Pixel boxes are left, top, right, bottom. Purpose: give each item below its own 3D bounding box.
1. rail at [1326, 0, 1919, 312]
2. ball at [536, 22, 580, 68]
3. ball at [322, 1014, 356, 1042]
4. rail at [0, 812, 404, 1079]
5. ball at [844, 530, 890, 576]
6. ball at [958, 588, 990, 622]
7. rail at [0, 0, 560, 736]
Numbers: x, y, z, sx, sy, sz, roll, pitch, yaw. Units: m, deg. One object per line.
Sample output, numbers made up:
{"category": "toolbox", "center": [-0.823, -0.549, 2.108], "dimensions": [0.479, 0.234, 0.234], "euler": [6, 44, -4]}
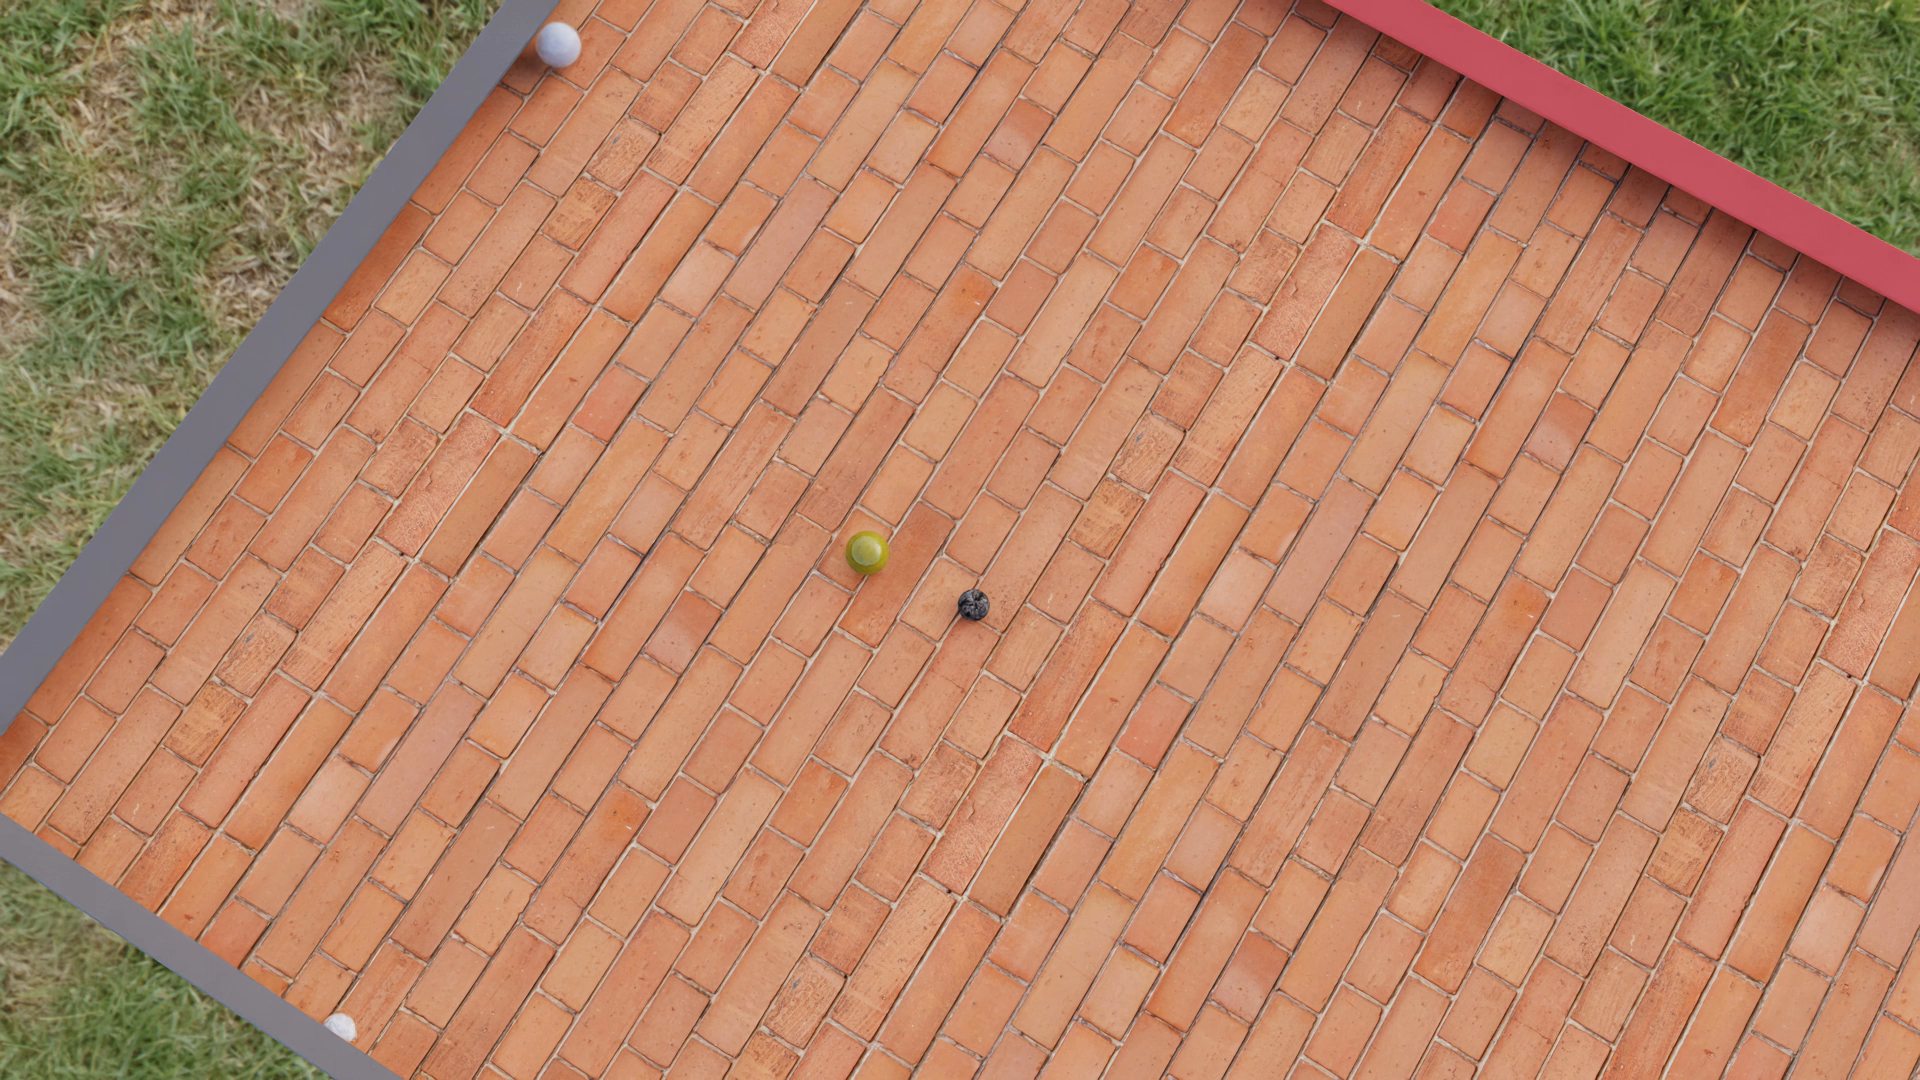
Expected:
{"category": "rail", "center": [1.524, -0.379, 3.480], "dimensions": [4.384, 0.124, 0.045], "euler": [30, 75, 9]}
{"category": "ball", "center": [-0.667, -0.820, 3.647], "dimensions": [0.074, 0.074, 0.074], "euler": [0, 73, 0]}
{"category": "ball", "center": [-0.898, 0.709, 3.179], "dimensions": [0.048, 0.048, 0.048], "euler": [0, 73, 0]}
{"category": "rail", "center": [0.343, 1.454, 2.903], "dimensions": [4.384, 0.124, 0.045], "euler": [30, 75, 9]}
{"category": "ball", "center": [-0.143, 0.020, 3.385], "dimensions": [0.069, 0.069, 0.069], "euler": [0, 73, 0]}
{"category": "ball", "center": [0.021, 0.100, 3.370], "dimensions": [0.049, 0.049, 0.049], "euler": [0, 73, 0]}
{"category": "rail", "center": [-0.914, -0.545, 3.533], "dimensions": [0.045, 0.124, 2.303], "euler": [30, 75, 9]}
